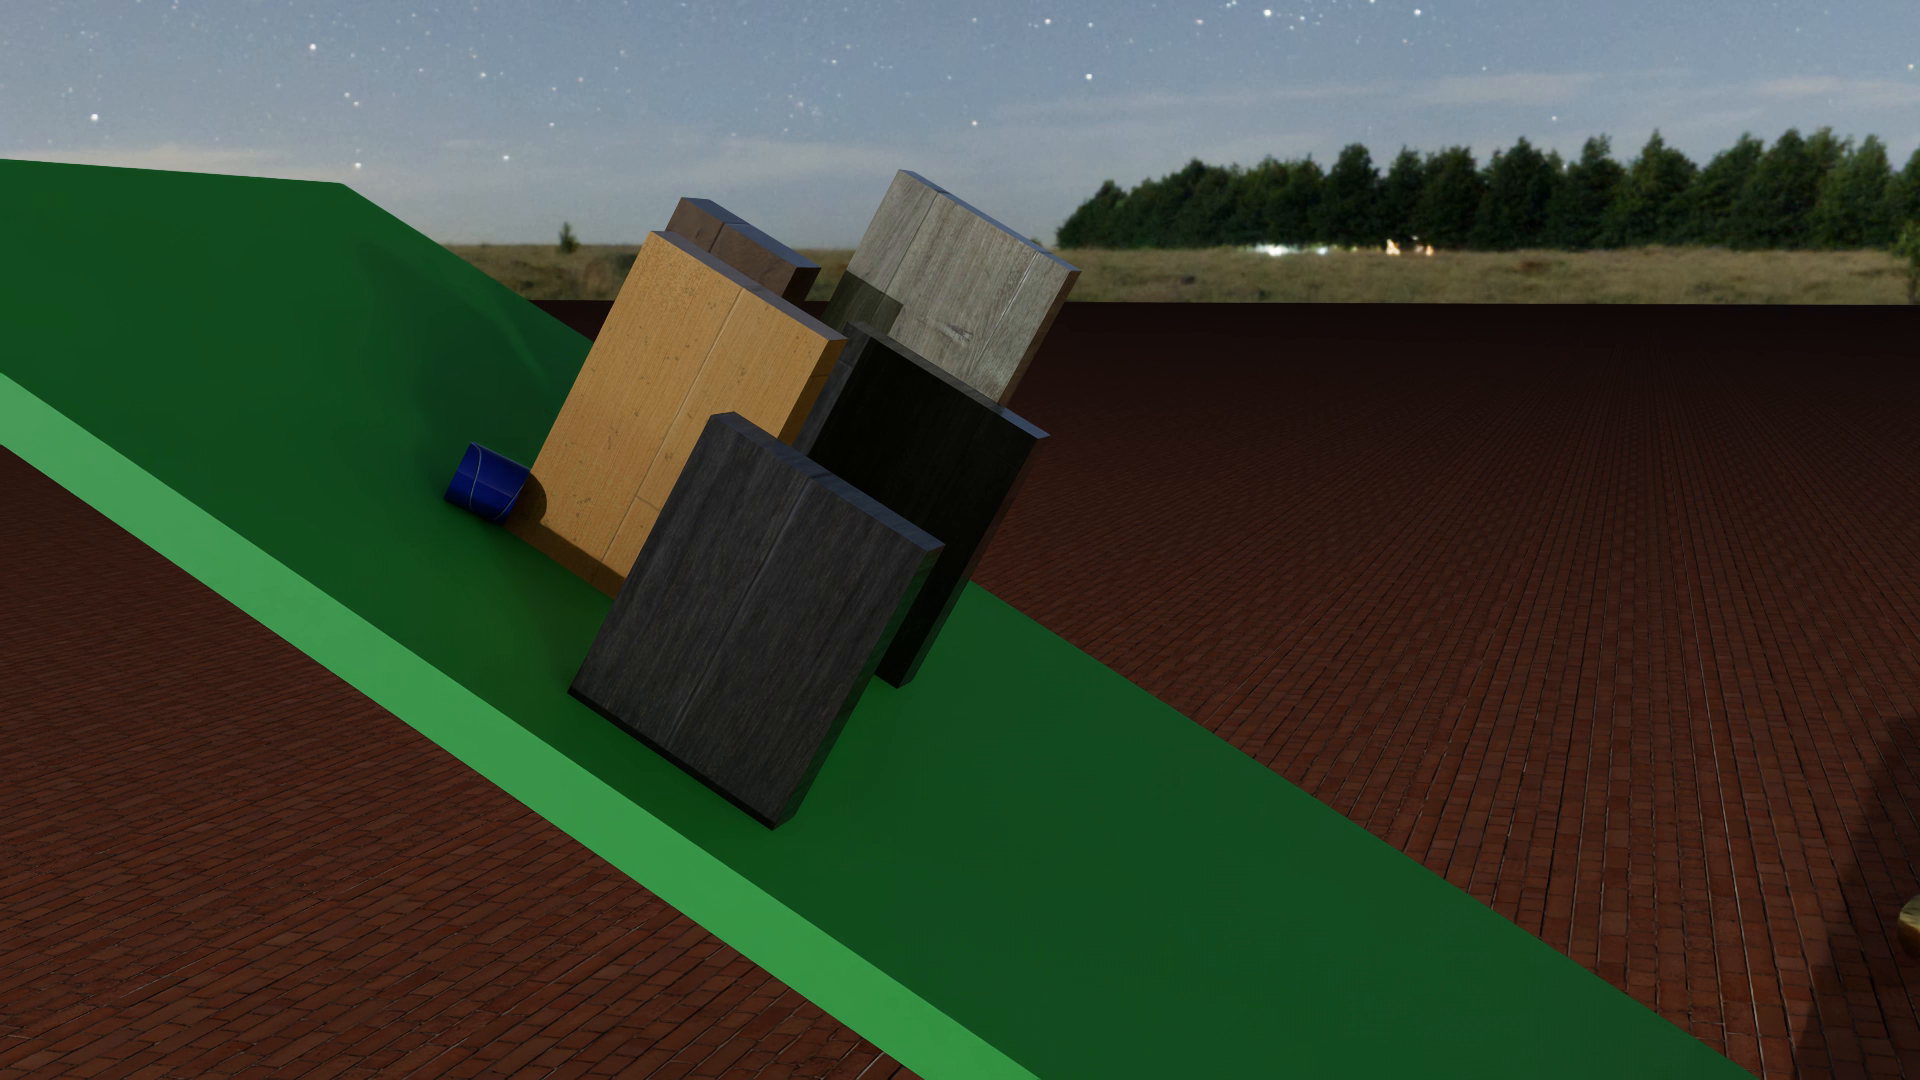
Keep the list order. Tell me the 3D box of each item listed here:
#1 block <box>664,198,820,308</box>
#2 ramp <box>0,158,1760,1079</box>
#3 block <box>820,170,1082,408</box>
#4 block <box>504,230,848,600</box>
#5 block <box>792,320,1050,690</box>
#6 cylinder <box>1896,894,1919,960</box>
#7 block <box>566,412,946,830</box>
[{"bbox_3d":[-0.559,-0.420,4.662,0.293,0.528,0.145,32,15,11],"label":"block"},{"bbox_3d":[-0.190,0.314,4.131,4.000,0.100,2.000,32,15,11],"label":"ramp"},{"bbox_3d":[-0.121,-0.341,4.716,0.429,0.783,0.097,32,15,11],"label":"block"},{"bbox_3d":[-0.501,-0.184,3.833,0.371,0.596,0.098,32,15,11],"label":"block"},{"bbox_3d":[-0.152,-0.068,4.187,0.427,0.554,0.092,32,15,11],"label":"block"},{"bbox_3d":[2.638,1.052,5.857,0.189,0.189,0.189,-2,7,-14],"label":"cylinder"},{"bbox_3d":[-0.314,0.122,3.339,0.389,0.500,0.089,32,15,11],"label":"block"}]
